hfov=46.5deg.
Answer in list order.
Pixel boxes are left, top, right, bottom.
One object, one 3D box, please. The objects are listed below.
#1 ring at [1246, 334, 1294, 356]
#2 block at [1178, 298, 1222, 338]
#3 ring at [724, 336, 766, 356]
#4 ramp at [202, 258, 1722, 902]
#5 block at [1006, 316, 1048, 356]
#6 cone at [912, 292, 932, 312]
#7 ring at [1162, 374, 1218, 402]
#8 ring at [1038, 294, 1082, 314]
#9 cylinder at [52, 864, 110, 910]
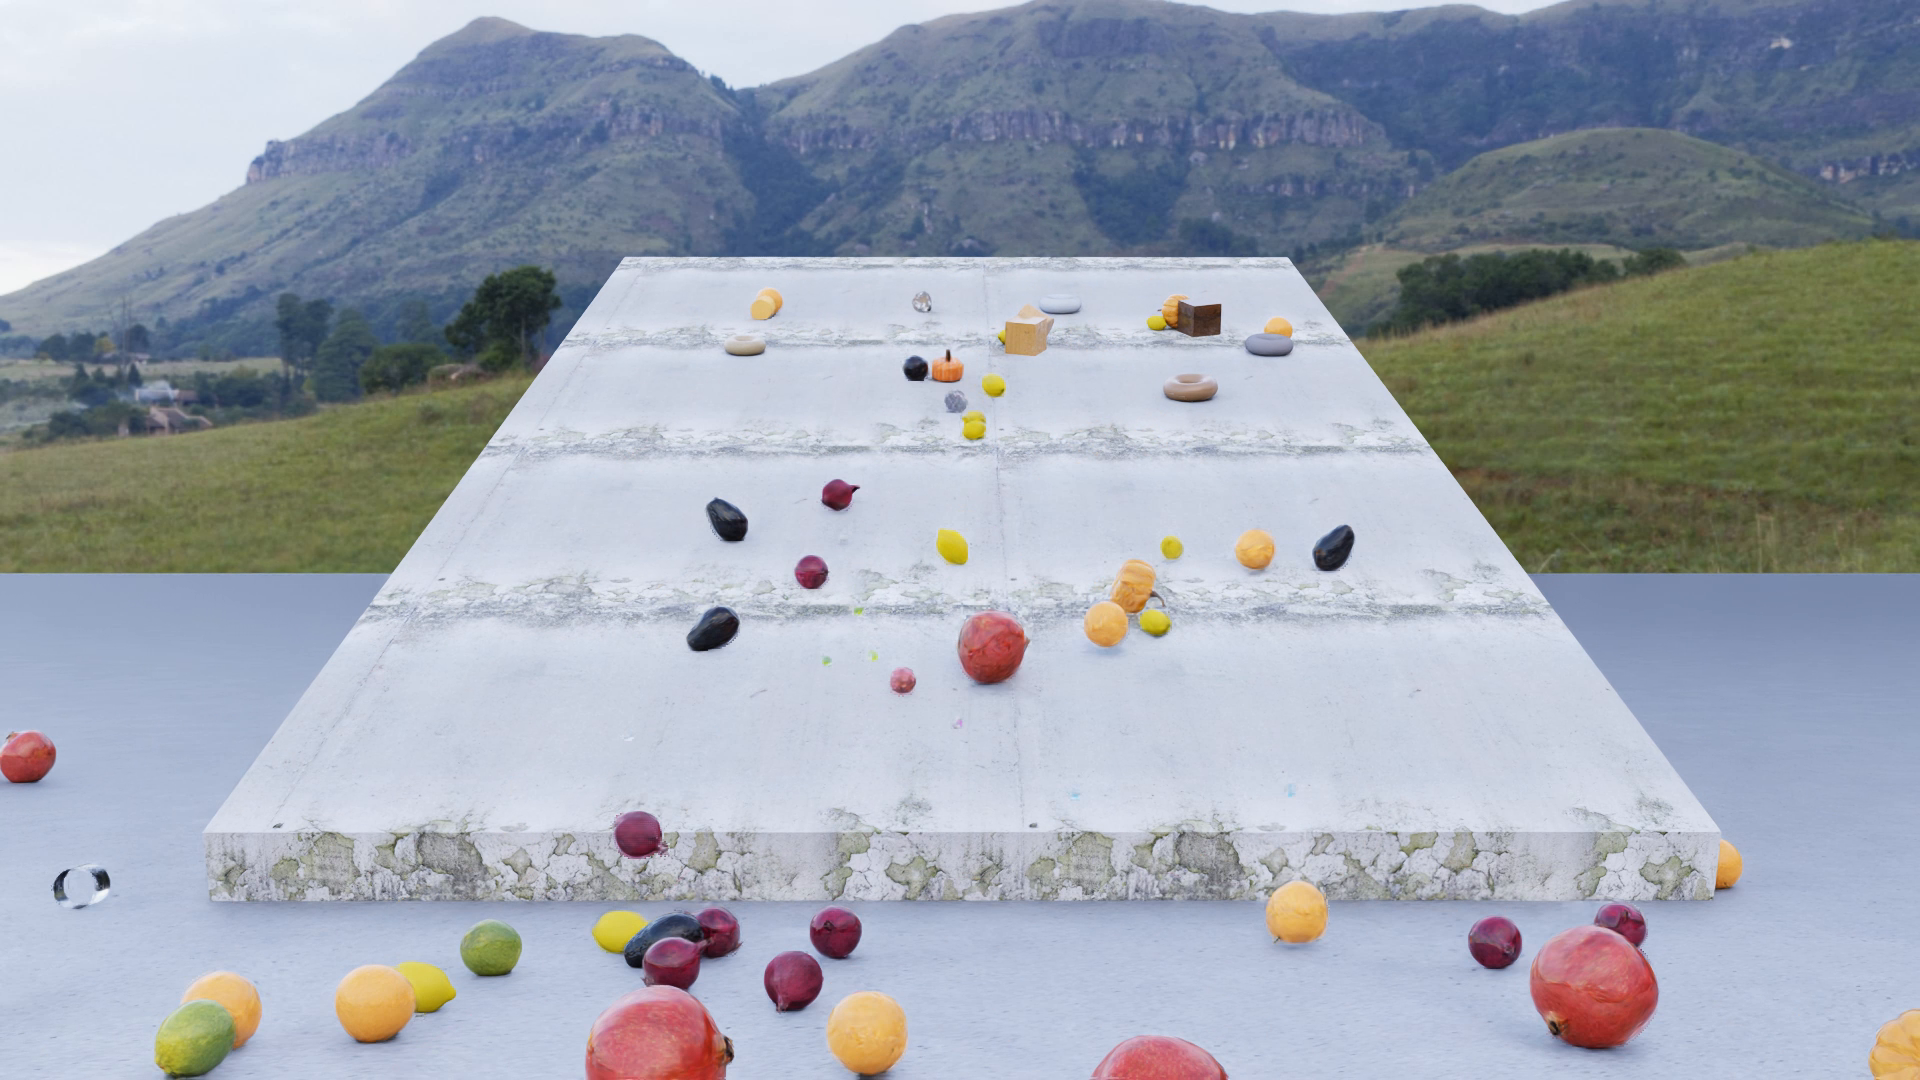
[{"bbox_3d":[0.769,-0.485,5.559,0.120,0.040,0.120,1,17,0],"label":"ring"},{"bbox_3d":[0.616,-0.573,5.760,0.081,0.081,0.081,-8,20,-23],"label":"block"},{"bbox_3d":[-0.534,-0.483,5.554,0.105,0.035,0.105,1,17,0],"label":"ring"},{"bbox_3d":[-0.004,-0.187,4.862,2.000,0.100,4.000,0,18,0],"label":"ramp"},{"bbox_3d":[0.164,-0.508,5.559,0.080,0.080,0.080,7,19,21],"label":"block"},{"bbox_3d":[-0.090,-0.634,6.034,0.058,0.058,0.058,0,-11,27],"label":"cone"},{"bbox_3d":[0.529,-0.350,5.137,0.127,0.042,0.127,-3,20,1],"label":"ring"},{"bbox_3d":[0.269,-0.636,6.021,0.116,0.039,0.116,0,17,0],"label":"ring"},{"bbox_3d":[-1.147,0.452,2.922,0.054,0.054,0.054,0,-1,0],"label":"cylinder"}]
